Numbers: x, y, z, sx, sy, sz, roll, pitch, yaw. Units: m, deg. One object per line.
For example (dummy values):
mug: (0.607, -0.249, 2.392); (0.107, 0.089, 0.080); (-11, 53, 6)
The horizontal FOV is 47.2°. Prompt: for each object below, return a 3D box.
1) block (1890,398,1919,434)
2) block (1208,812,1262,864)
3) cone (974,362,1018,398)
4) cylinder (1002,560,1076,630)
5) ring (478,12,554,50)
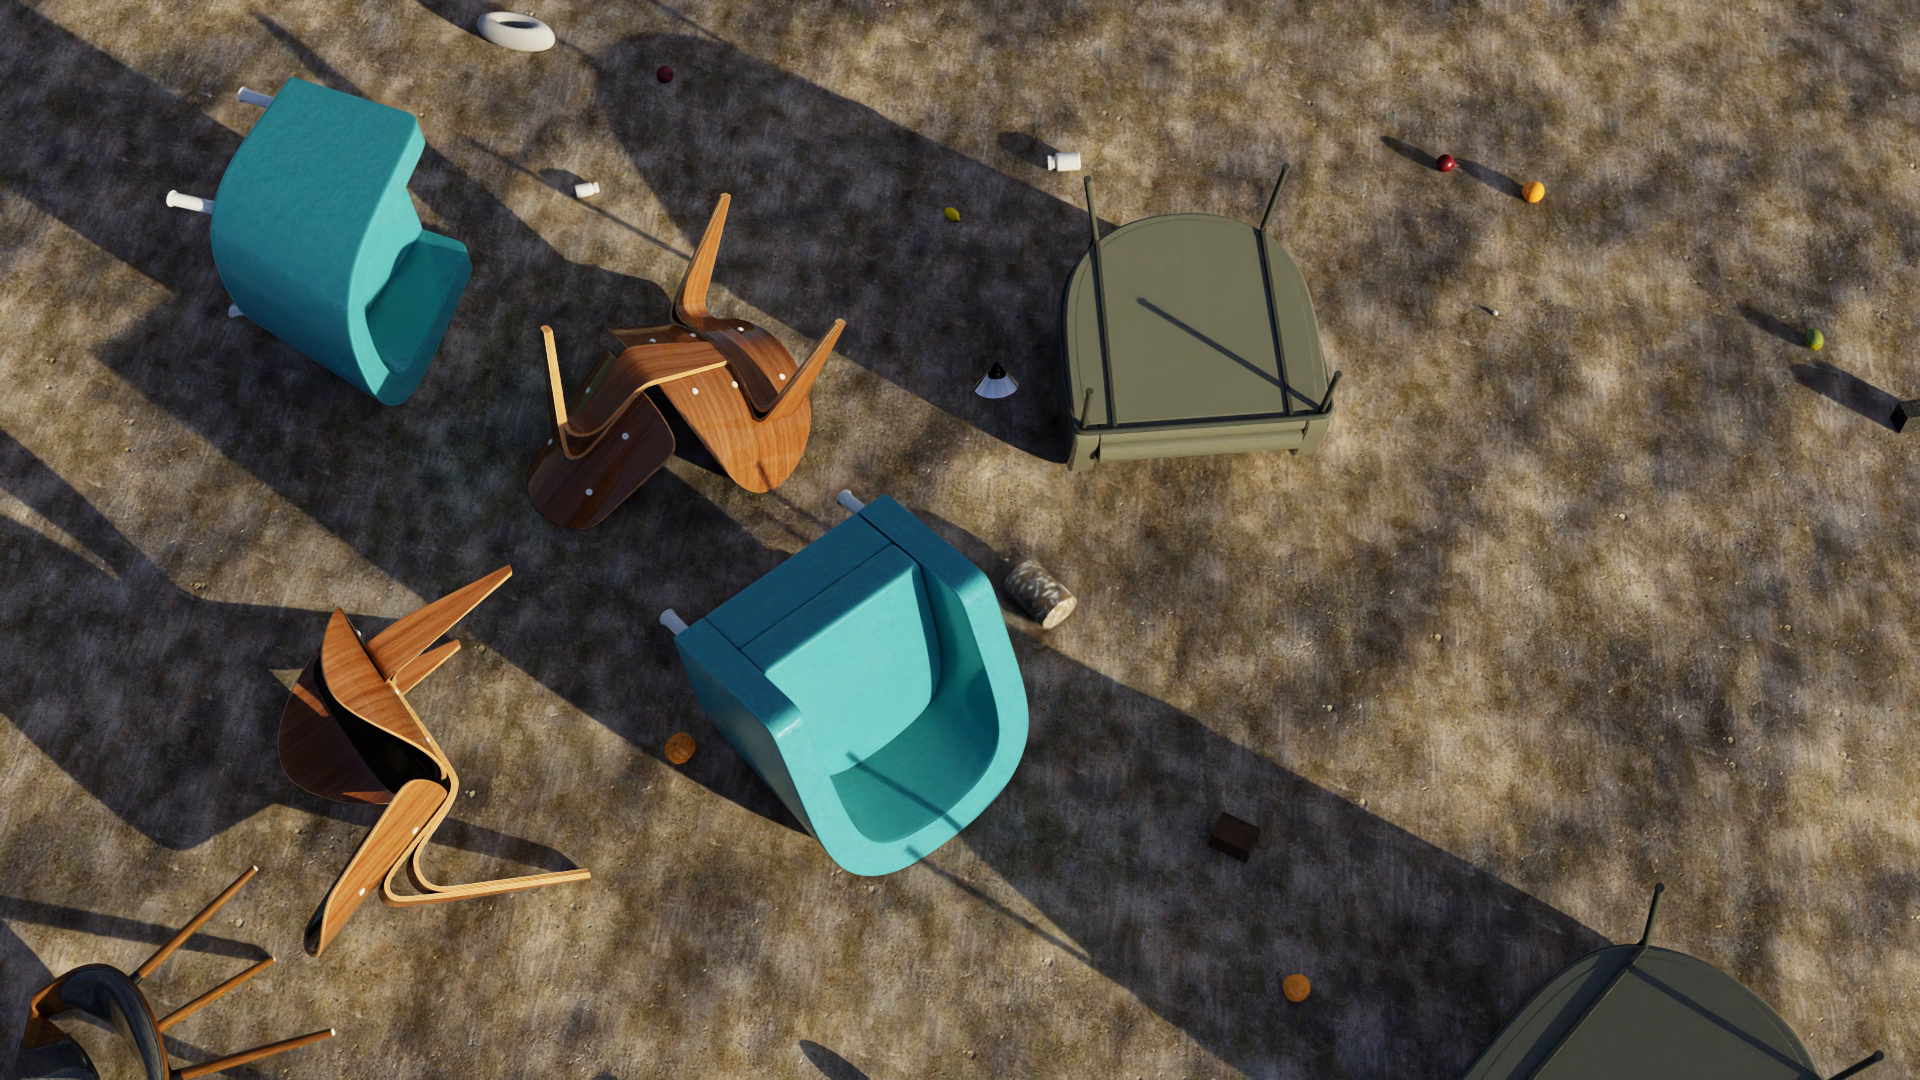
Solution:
block: (2.950, -0.386, 6.786); (0.115, 0.079, 0.064); (-10, 57, -7)
block: (0.748, 0.810, 5.988); (0.114, 0.070, 0.080); (24, 59, 15)
cone: (0.113, -0.517, 6.847); (0.140, 0.122, 0.096); (-8, 57, -5)
cylinder: (0.231, 0.158, 6.399); (0.134, 0.113, 0.172); (-30, 61, -31)
ring: (-1.558, -1.784, 7.713); (0.288, 0.098, 0.110); (13, 54, 7)
